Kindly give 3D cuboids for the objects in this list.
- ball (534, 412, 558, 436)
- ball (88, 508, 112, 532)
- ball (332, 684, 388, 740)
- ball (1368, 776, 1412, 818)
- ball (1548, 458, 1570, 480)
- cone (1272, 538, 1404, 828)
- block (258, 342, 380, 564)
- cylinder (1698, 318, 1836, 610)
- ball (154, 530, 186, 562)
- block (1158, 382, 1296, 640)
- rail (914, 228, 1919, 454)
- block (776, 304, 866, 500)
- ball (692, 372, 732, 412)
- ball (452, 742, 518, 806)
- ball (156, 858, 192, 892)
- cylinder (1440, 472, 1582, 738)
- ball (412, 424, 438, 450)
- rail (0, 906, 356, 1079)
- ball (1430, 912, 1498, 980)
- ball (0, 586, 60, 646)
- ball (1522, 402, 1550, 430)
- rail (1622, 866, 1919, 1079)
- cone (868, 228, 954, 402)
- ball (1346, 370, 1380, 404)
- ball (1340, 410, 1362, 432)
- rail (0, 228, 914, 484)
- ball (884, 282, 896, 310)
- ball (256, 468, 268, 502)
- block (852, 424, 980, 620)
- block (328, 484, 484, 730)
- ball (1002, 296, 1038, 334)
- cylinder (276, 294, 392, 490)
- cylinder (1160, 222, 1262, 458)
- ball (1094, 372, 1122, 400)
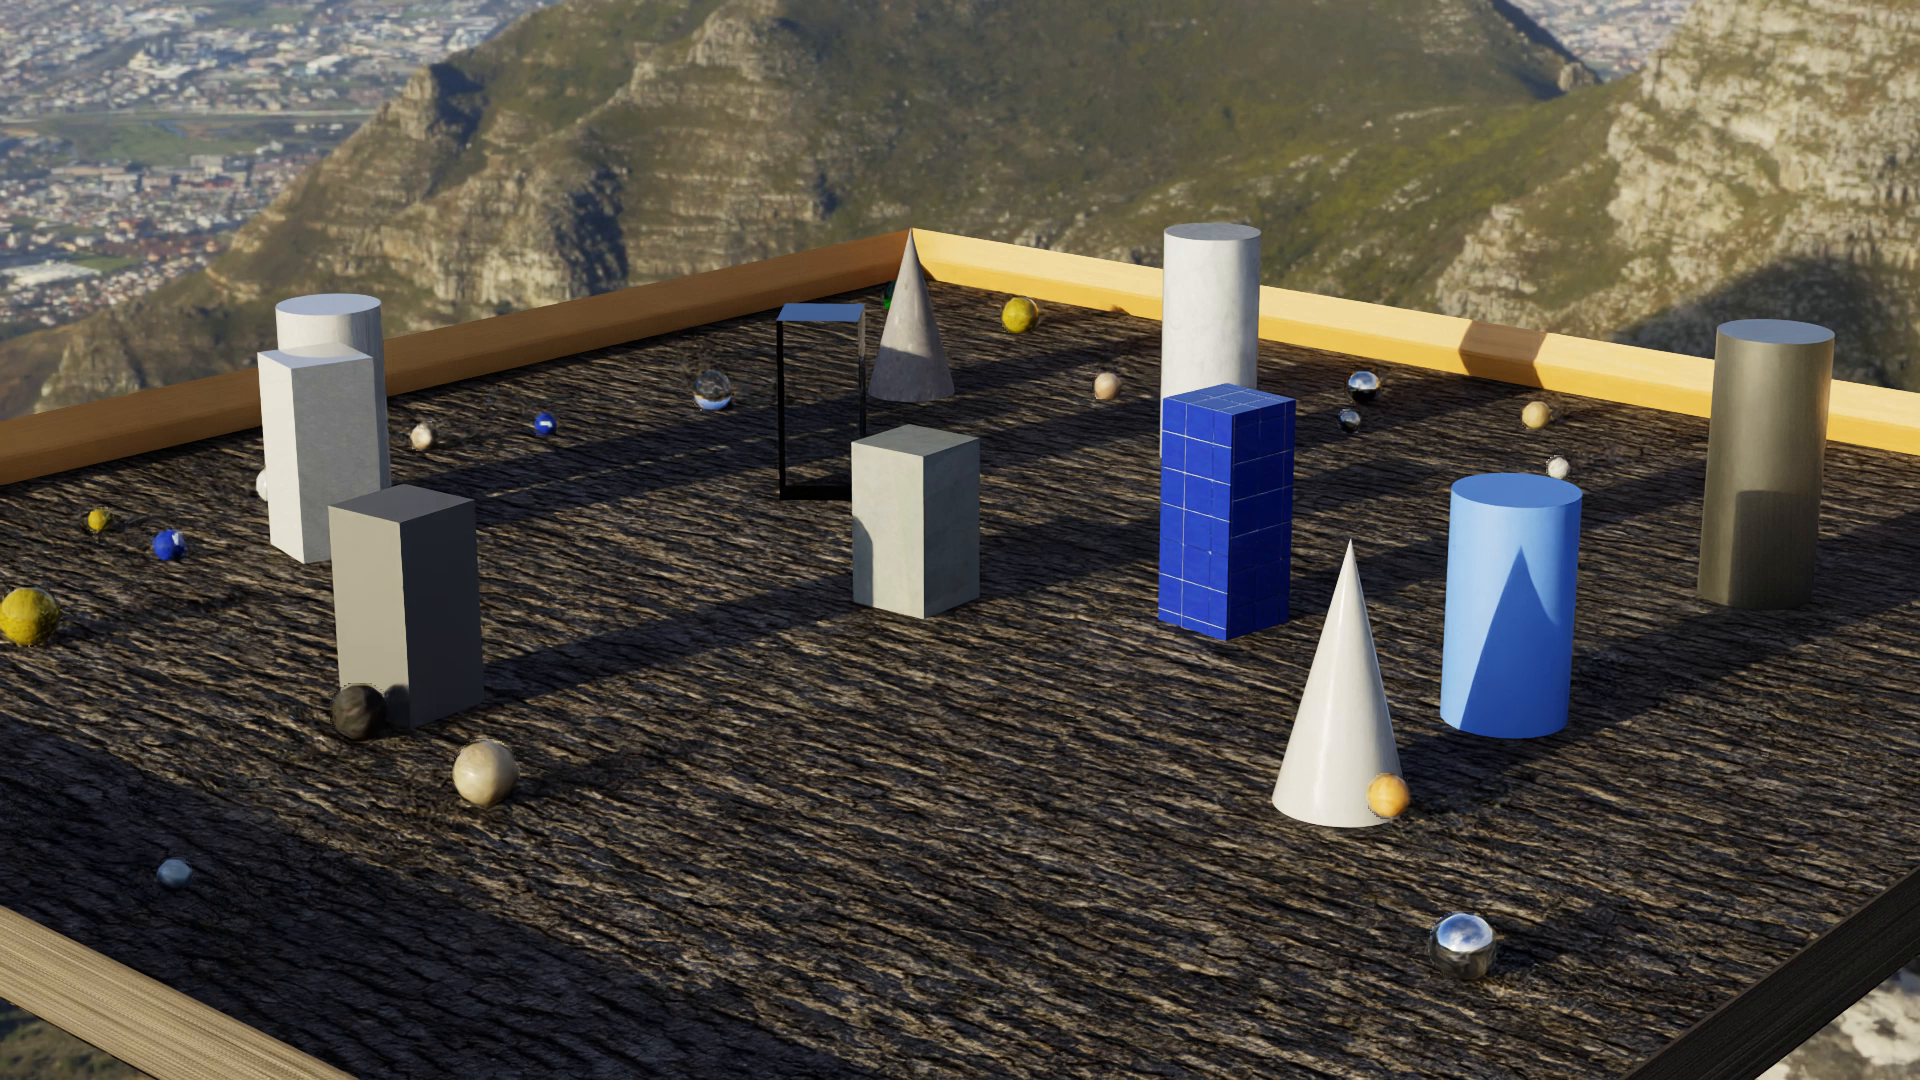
[{"bbox_3d":[-0.872,-0.245,6.179,0.047,0.047,0.047,0,17,0],"label":"ball"},{"bbox_3d":[-1.613,-0.038,5.500,0.043,0.043,0.043,0,17,0],"label":"ball"},{"bbox_3d":[-0.908,0.261,4.439,0.084,0.084,0.084,0,17,0],"label":"ball"},{"bbox_3d":[0.600,0.358,4.094,0.059,0.059,0.059,0,17,0],"label":"ball"},{"bbox_3d":[1.194,-0.142,5.843,0.044,0.044,0.044,0,17,0],"label":"ball"},{"bbox_3d":[0.545,0.186,4.150,0.195,0.395,0.195,0,17,0],"label":"cone"},{"bbox_3d":[-1.167,-0.161,5.356,0.156,0.363,0.156,-11,20,-33],"label":"block"},{"bbox_3d":[1.393,-0.132,5.074,0.195,0.469,0.195,0,17,0],"label":"cylinder"},{"bbox_3d":[-1.433,0.010,5.315,0.057,0.057,0.057,0,17,0],"label":"ball"},{"bbox_3d":[0.449,-0.049,4.940,0.156,0.389,0.156,-15,22,-40],"label":"block"},{"bbox_3d":[1.291,-0.397,6.544,3.789,0.127,0.045,14,22,39],"label":"rail"},{"bbox_3d":[-0.269,-0.270,5.727,0.156,0.357,0.156,1,17,3],"label":"block"},{"bbox_3d":[-0.538,-0.324,6.372,0.087,0.087,0.087,0,17,0],"label":"ball"},{"bbox_3d":[-0.677,0.333,4.185,0.092,0.092,0.092,0,17,0],"label":"ball"},{"bbox_3d":[-1.044,0.446,3.893,0.045,0.045,0.045,0,17,0],"label":"ball"},{"bbox_3d":[0.843,0.099,4.491,0.195,0.364,0.195,0,17,0],"label":"cylinder"},{"bbox_3d":[-1.106,-0.213,6.058,0.056,0.056,0.056,0,17,0],"label":"ball"},{"bbox_3d":[-1.291,0.461,3.697,3.789,0.127,0.045,14,22,39],"label":"rail"},{"bbox_3d":[0.625,0.504,3.634,0.083,0.083,0.083,0,17,0],"label":"ball"},{"bbox_3d":[-1.543,0.126,4.862,0.098,0.098,0.098,0,17,0],"label":"ball"},{"bbox_3d":[1.223,-0.265,6.223,0.060,0.060,0.060,0,17,0],"label":"ball"},{"bbox_3d":[1.413,0.386,3.946,0.045,0.127,3.986,14,22,39],"label":"rail"},{"bbox_3d":[-0.108,-0.509,6.497,0.195,0.370,0.195,0,17,0],"label":"cone"},{"bbox_3d":[0.884,-0.334,6.428,0.074,0.074,0.074,0,17,0],"label":"ball"},{"bbox_3d":[0.825,-0.249,6.195,0.047,0.047,0.047,0,17,0],"label":"ball"},{"bbox_3d":[-1.413,-0.322,6.294,0.045,0.127,3.986,14,22,39],"label":"rail"},{"bbox_3d":[-0.147,-0.600,7.286,0.089,0.089,0.089,0,17,0],"label":"ball"},{"bbox_3d":[-1.322,-0.106,5.660,0.073,0.073,0.073,0,17,0],"label":"ball"},{"bbox_3d":[-0.076,-0.034,5.065,0.156,0.287,0.156,13,21,36],"label":"block"},{"bbox_3d":[-0.856,0.101,4.545,0.156,0.329,0.156,12,21,35],"label":"block"},{"bbox_3d":[0.146,-0.544,7.099,0.089,0.089,0.089,0,17,0],"label":"ball"},{"bbox_3d":[-1.191,-0.252,5.587,0.195,0.402,0.195,0,17,0],"label":"cylinder"},{"bbox_3d":[0.508,-0.396,5.956,0.195,0.466,0.195,0,17,0],"label":"cylinder"},{"bbox_3d":[0.326,-0.340,6.472,0.060,0.060,0.060,0,17,0],"label":"ball"}]
